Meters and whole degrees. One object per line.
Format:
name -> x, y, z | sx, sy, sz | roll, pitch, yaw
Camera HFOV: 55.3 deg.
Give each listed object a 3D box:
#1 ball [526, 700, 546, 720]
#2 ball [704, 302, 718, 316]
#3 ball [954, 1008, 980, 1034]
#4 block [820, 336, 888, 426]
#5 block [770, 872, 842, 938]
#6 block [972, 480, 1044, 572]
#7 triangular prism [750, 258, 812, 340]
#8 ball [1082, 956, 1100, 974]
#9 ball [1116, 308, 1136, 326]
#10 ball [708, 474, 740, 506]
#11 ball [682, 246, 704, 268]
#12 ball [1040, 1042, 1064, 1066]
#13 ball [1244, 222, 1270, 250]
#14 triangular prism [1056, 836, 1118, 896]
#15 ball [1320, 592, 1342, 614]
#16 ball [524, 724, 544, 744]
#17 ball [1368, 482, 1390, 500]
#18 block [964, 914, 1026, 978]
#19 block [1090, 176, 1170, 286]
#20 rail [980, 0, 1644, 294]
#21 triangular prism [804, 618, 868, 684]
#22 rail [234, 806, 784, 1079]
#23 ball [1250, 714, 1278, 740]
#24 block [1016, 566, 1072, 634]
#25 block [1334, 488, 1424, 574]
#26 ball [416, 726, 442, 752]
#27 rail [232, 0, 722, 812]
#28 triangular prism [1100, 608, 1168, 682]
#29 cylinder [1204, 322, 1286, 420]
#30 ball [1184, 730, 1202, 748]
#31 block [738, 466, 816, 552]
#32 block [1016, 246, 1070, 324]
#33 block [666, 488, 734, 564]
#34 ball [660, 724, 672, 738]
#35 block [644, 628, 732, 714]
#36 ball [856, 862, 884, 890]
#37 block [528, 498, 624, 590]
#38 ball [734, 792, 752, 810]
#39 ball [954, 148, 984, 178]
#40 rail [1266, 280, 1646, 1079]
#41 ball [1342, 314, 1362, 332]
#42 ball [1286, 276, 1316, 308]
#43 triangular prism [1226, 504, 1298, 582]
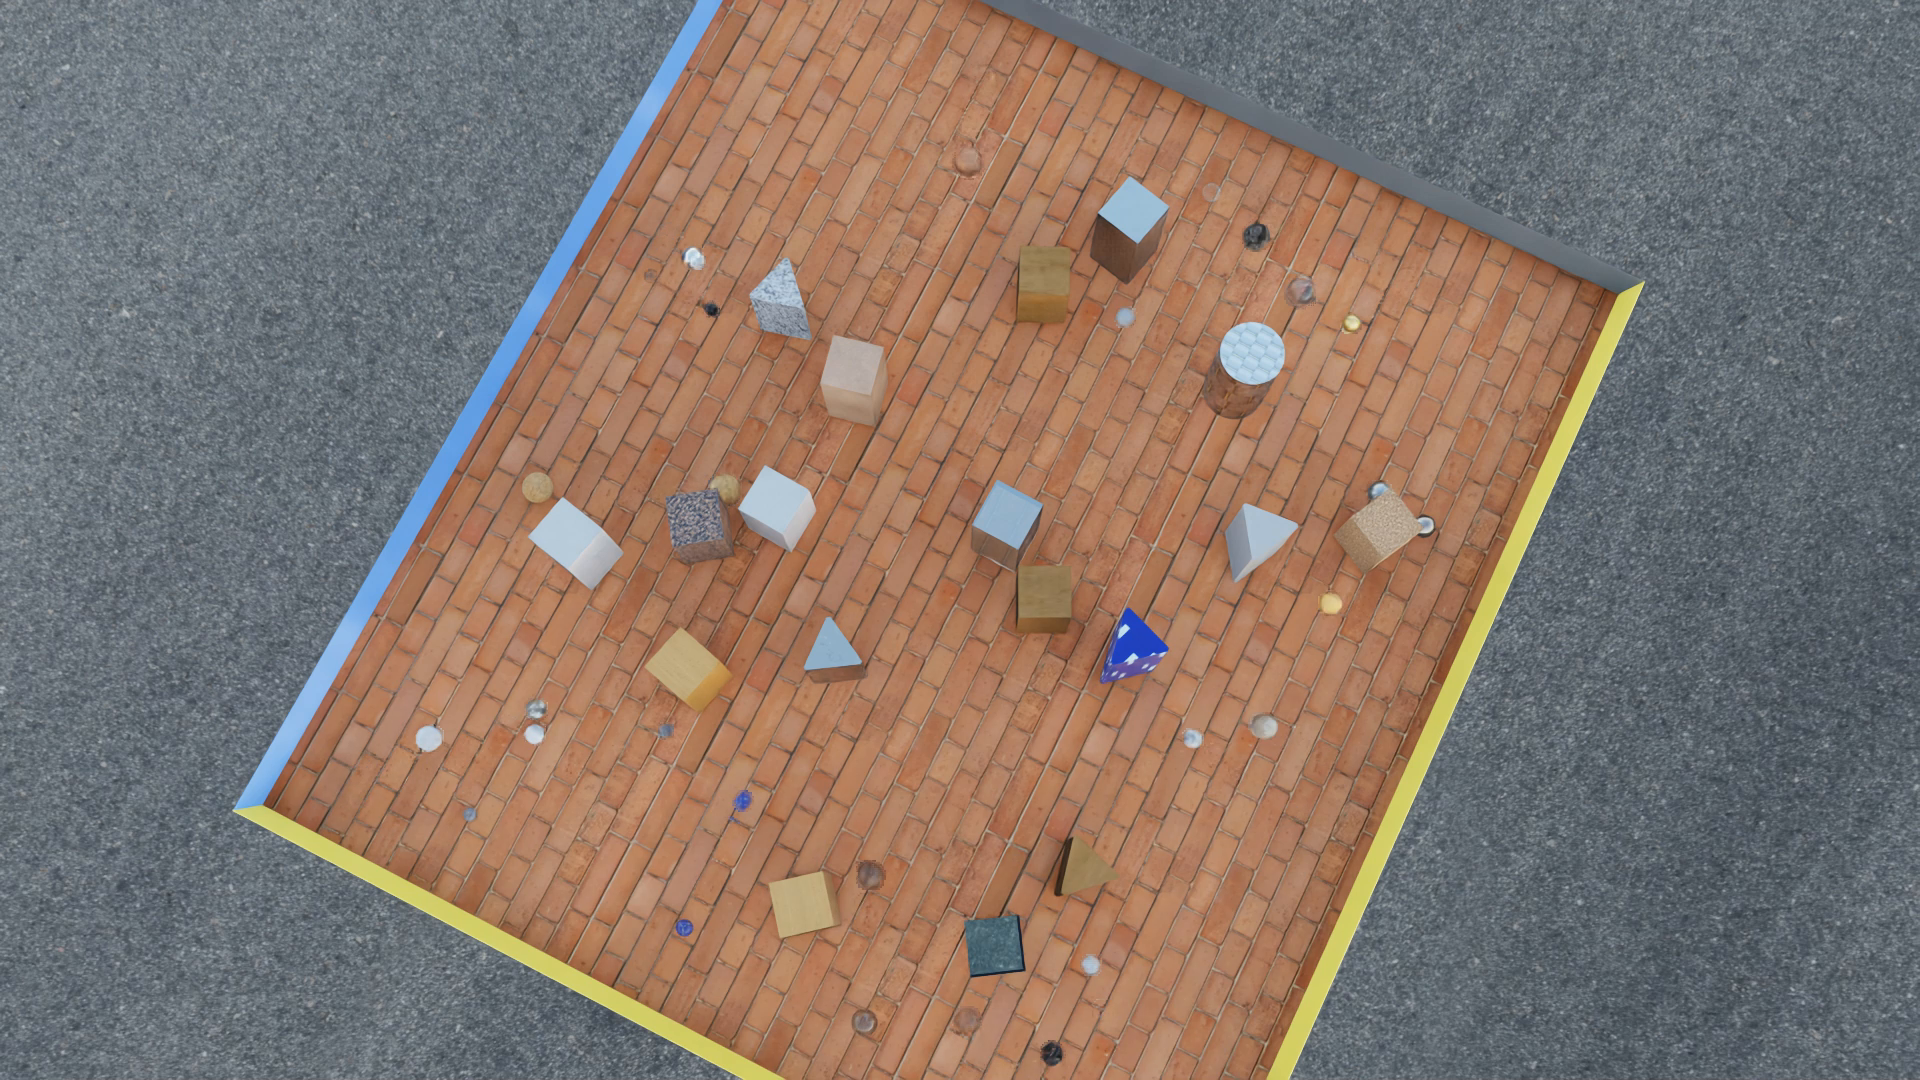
ball -> -1.269, 0.506, 5.481 | 0.060, 0.060, 0.060 | 0, 78, 0
ball -> -0.780, -0.723, 5.743 | 0.045, 0.045, 0.045 | 0, 78, 0
ball -> 0.020, 1.388, 5.293 | 0.071, 0.071, 0.071 | 0, 78, 0
block -> -0.316, -0.476, 5.535 | 0.152, 0.353, 0.152 | 14, 79, 3
block -> -0.437, 1.040, 5.222 | 0.152, 0.351, 0.152 | -13, 79, -3
block -> 0.137, -0.037, 5.438 | 0.152, 0.364, 0.152 | 28, 80, 6
triangular prism -> -0.532, -0.746, 5.614 | 0.165, 0.307, 0.142 | 12, 79, 2
ball -> 0.381, 1.238, 5.334 | 0.052, 0.052, 0.052 | 0, 78, 0
ball -> 0.518, -0.697, 5.730 | 0.059, 0.059, 0.059 | 0, 78, 0
ball -> -0.719, -0.153, 5.600 | 0.095, 0.095, 0.095 | 0, 78, 0
ball -> -0.840, -0.888, 5.765 | 0.070, 0.070, 0.070 | 0, 78, 0
ball -> 0.265, 1.481, 5.277 | 0.064, 0.064, 0.064 | 0, 78, 0
ball -> 0.935, -0.957, 5.772 | 0.084, 0.084, 0.084 | 0, 78, 0
triangular prism -> 0.339, 0.920, 5.234 | 0.165, 0.376, 0.142 | -16, 79, -3
ball -> 1.121, 0.193, 5.543 | 0.066, 0.066, 0.066 | 0, 78, 0
ball -> -1.270, 0.579, 5.467 | 0.058, 0.058, 0.058 | 0, 78, 0
ball -> 1.284, -0.144, 5.611 | 0.070, 0.070, 0.070 | 0, 78, 0
block -> 0.096, 1.150, 5.201 | 0.152, 0.348, 0.152 | -6, 78, -1
block -> 0.517, -0.945, 5.626 | 0.152, 0.364, 0.152 | 39, 81, 7
rail -> 0.736, -1.436, 5.849 | 3.059, 0.123, 0.045 | 26, 80, 5
triangular prism -> -0.369, 0.321, 5.384 | 0.165, 0.325, 0.142 | -6, 78, -1
rail -> -0.736, 1.449, 5.253 | 3.059, 0.123, 0.045 | 26, 80, 5
ball -> 0.906, 0.557, 5.461 | 0.080, 0.080, 0.080 | 0, 78, 0
block -> 0.245, 0.178, 5.431 | 0.152, 0.291, 0.152 | 0, 78, 0
block -> 1.250, -0.024, 5.488 | 0.152, 0.261, 0.152 | -35, 80, -7
ball -> -1.581, 0.591, 5.455 | 0.076, 0.076, 0.076 | 0, 78, 0
rail -> -1.347, -0.653, 5.687 | 0.045, 0.123, 3.340 | 26, 80, 5
triangular prism -> 0.487, 0.301, 5.337 | 0.165, 0.426, 0.142 | -13, 79, -3
cylinder -> 0.853, -0.506, 5.527 | 0.190, 0.380, 0.190 | 0, 78, 0
ball -> 0.694, 0.593, 5.466 | 0.054, 0.054, 0.054 | 0, 78, 0
block -> -0.545, -0.090, 5.494 | 0.152, 0.277, 0.152 | 29, 80, 6
block -> 0.255, -0.784, 5.643 | 0.152, 0.265, 0.152 | 2, 78, 0
block -> -0.776, -0.039, 5.488 | 0.152, 0.267, 0.152 | -9, 78, -2
ball -> -0.879, 0.571, 5.478 | 0.041, 0.041, 0.041 | 0, 78, 0
block -> -0.791, 0.385, 5.372 | 0.152, 0.323, 0.152 | 40, 81, 8
ball -> -0.264, 0.984, 5.373 | 0.078, 0.078, 0.078 | 0, 78, 0
block -> -1.134, 0.015, 5.435 | 0.152, 0.350, 0.152 | 38, 81, 7
ball -> -0.643, 0.774, 5.430 | 0.051, 0.051, 0.051 | 0, 78, 0
ball -> 0.029, -1.199, 5.817 | 0.093, 0.093, 0.093 | 0, 78, 0
rail -> 1.347, 0.666, 5.415 | 0.045, 0.123, 3.340 | 26, 80, 5
ball -> 1.223, -0.677, 5.727 | 0.058, 0.058, 0.058 | 0, 78, 0
ball -> 1.067, -0.775, 5.728 | 0.095, 0.095, 0.095 | 0, 78, 0
triangular prism -> 0.859, -0.011, 5.430 | 0.165, 0.369, 0.142 | -37, 81, -7
